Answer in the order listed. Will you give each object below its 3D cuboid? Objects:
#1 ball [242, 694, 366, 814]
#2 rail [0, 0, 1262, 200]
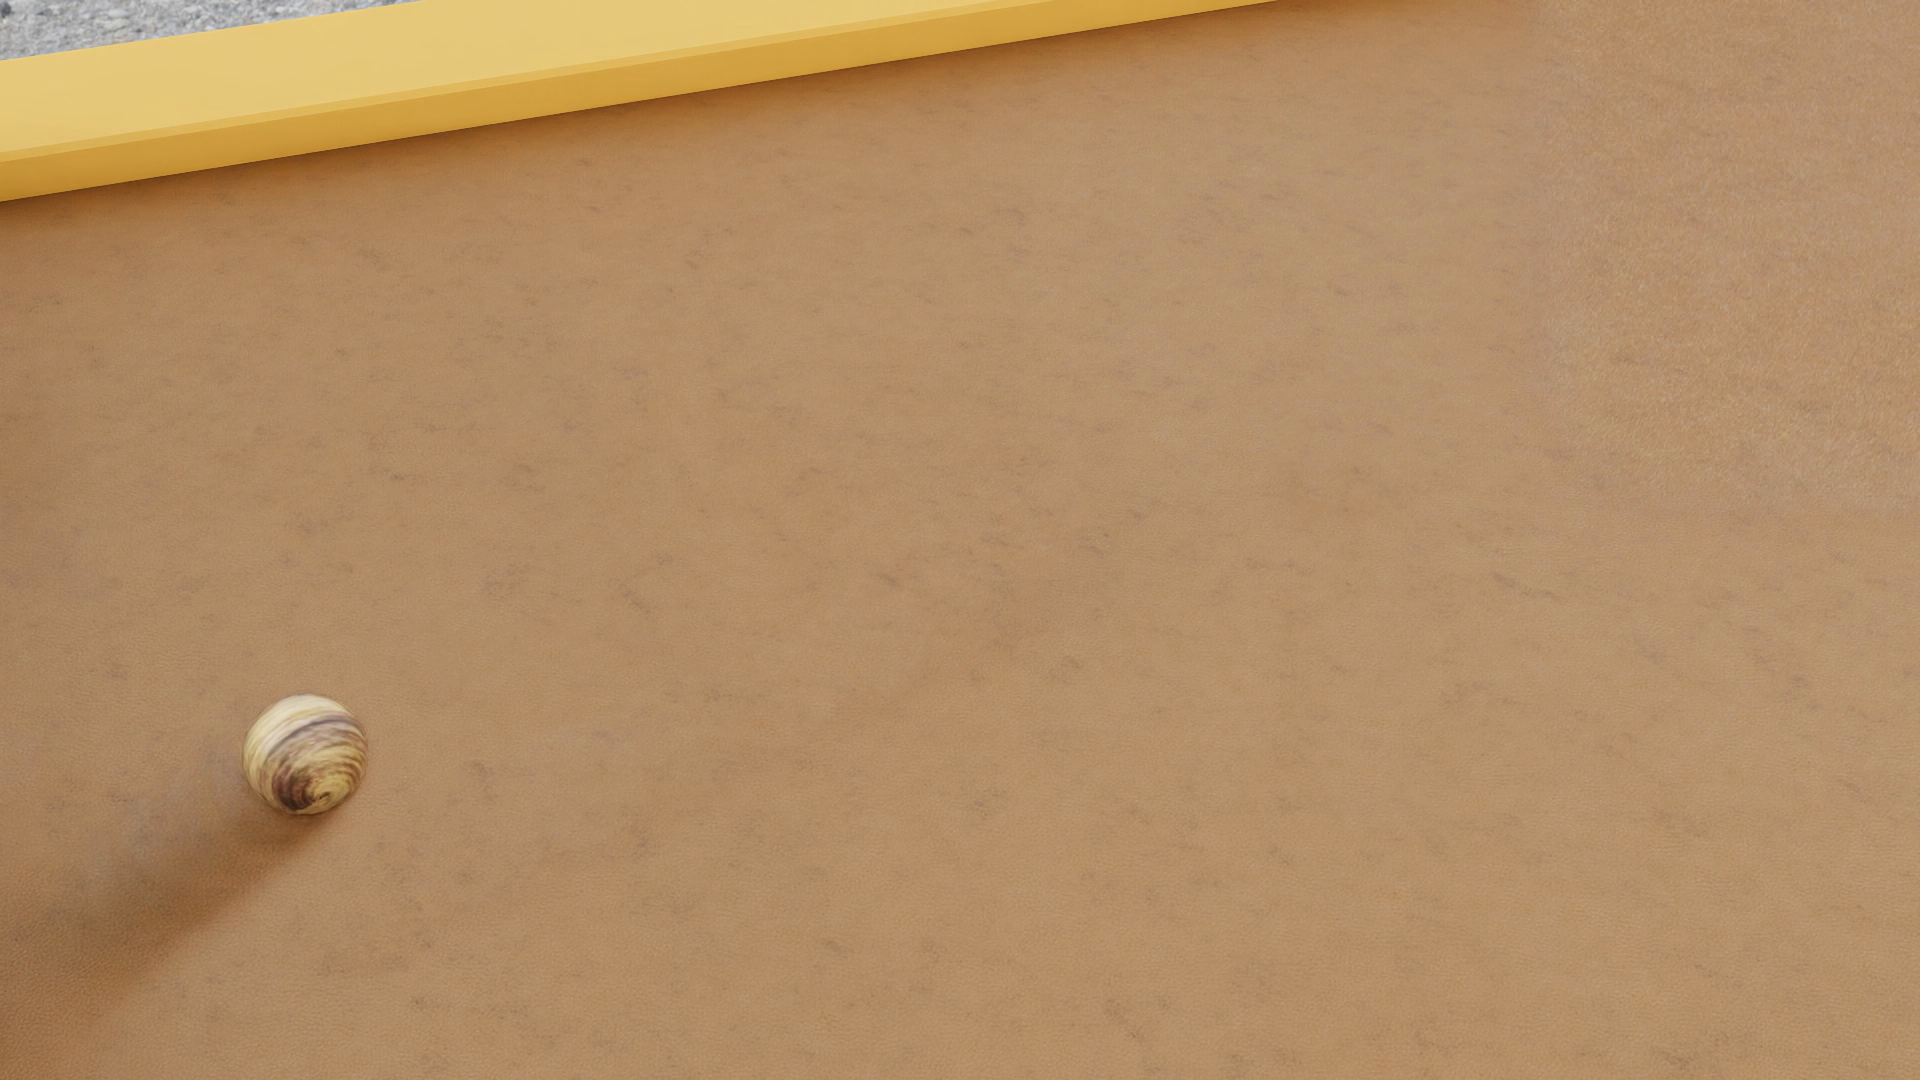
[{"bbox_3d":[-0.356,0.116,1.394,0.065,0.065,0.065,0,35,0],"label":"ball"},{"bbox_3d":[0.366,-0.533,2.264,2.597,0.112,0.045,-12,37,-16],"label":"rail"}]
